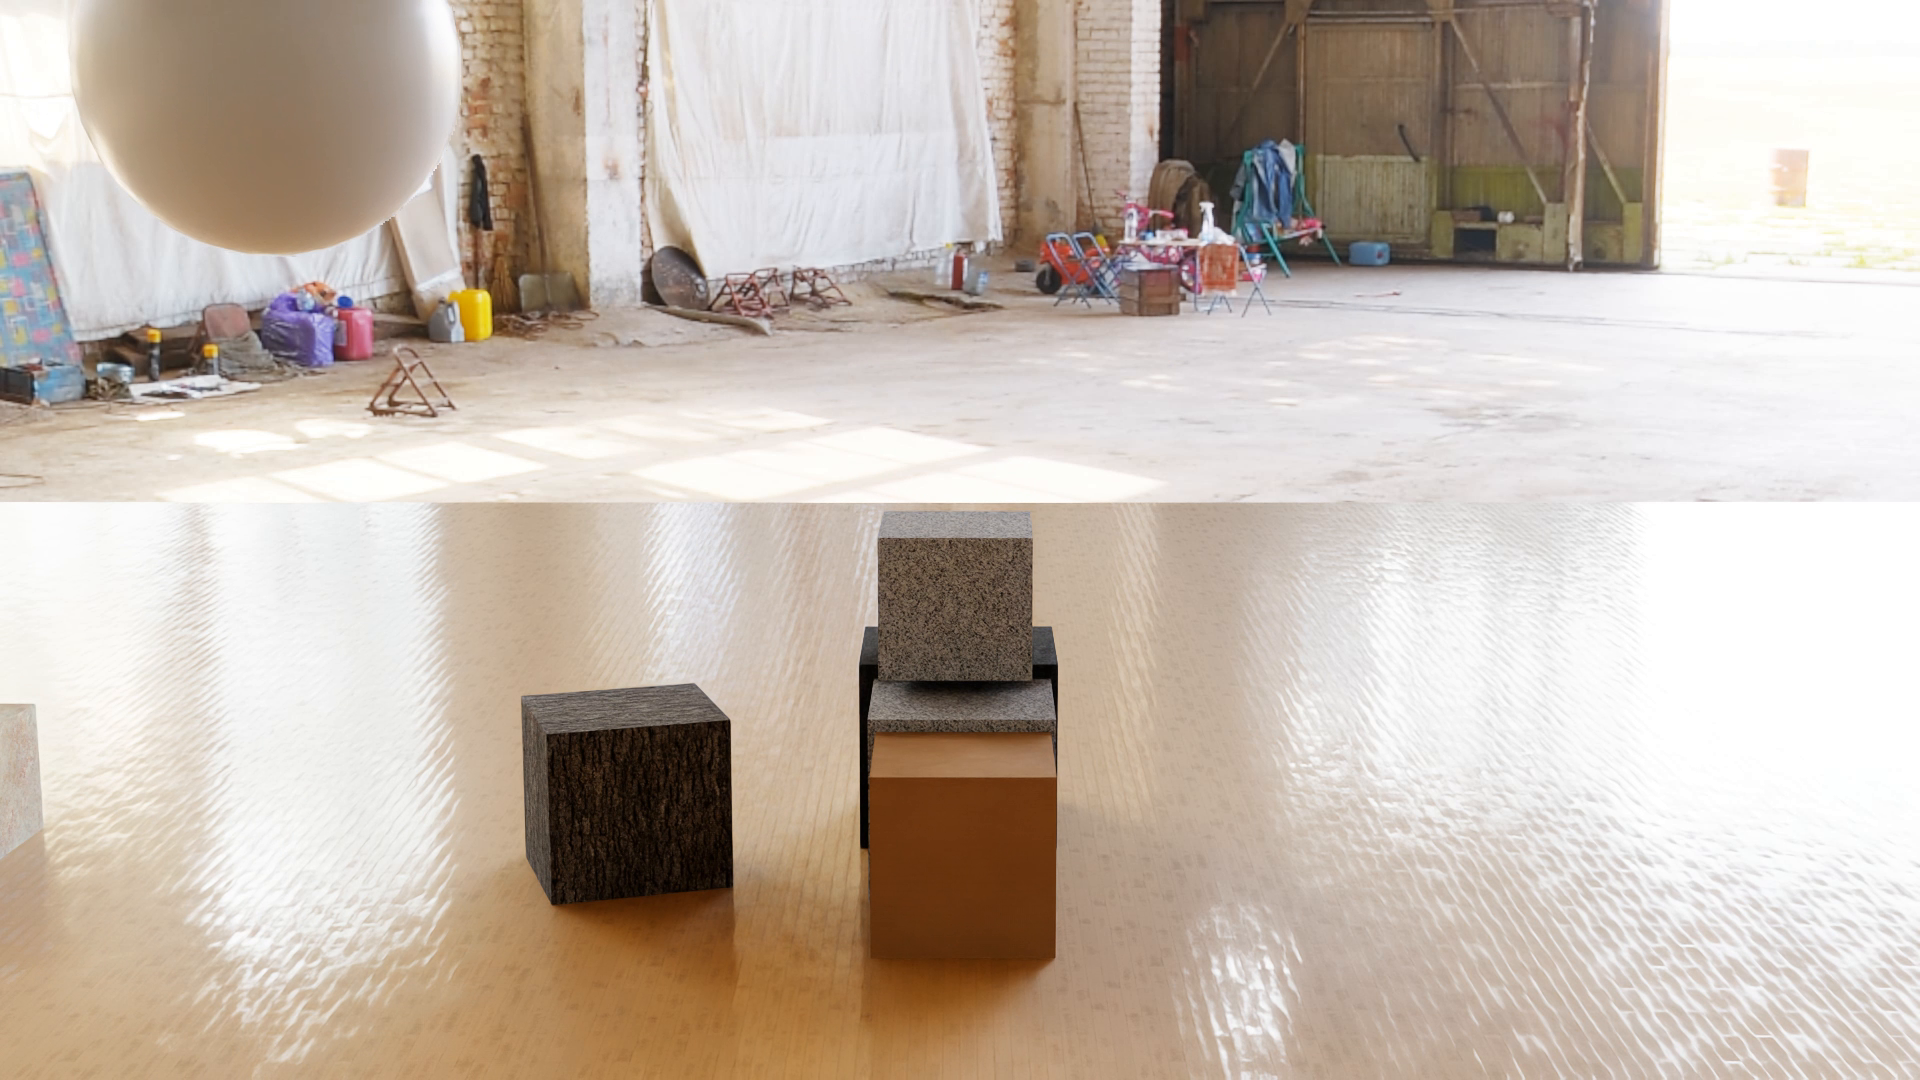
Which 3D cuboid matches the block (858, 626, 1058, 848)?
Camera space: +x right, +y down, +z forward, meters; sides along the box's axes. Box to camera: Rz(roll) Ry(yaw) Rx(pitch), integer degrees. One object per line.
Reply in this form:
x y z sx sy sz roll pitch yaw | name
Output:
-0.007 0.917 12.100 0.903 0.867 0.814 0 10 0 | block

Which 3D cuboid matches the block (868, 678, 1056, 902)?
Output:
0.009 1.090 11.321 0.800 0.804 0.749 0 10 0 | block

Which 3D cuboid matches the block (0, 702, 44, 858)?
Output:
-4.672 1.115 11.752 0.669 0.602 0.643 1 10 3 | block

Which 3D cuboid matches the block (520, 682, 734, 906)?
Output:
-1.480 1.108 11.364 0.795 0.753 0.719 -3 11 -18 | block

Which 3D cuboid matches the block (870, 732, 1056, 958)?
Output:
0.013 1.248 10.602 0.744 0.751 0.712 0 10 0 | block

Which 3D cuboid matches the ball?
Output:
-2.915 -2.002 10.816 1.600 1.600 1.600 0 10 0 | ball

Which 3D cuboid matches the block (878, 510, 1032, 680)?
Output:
-0.017 0.243 11.597 0.679 0.639 0.699 0 10 1 | block
